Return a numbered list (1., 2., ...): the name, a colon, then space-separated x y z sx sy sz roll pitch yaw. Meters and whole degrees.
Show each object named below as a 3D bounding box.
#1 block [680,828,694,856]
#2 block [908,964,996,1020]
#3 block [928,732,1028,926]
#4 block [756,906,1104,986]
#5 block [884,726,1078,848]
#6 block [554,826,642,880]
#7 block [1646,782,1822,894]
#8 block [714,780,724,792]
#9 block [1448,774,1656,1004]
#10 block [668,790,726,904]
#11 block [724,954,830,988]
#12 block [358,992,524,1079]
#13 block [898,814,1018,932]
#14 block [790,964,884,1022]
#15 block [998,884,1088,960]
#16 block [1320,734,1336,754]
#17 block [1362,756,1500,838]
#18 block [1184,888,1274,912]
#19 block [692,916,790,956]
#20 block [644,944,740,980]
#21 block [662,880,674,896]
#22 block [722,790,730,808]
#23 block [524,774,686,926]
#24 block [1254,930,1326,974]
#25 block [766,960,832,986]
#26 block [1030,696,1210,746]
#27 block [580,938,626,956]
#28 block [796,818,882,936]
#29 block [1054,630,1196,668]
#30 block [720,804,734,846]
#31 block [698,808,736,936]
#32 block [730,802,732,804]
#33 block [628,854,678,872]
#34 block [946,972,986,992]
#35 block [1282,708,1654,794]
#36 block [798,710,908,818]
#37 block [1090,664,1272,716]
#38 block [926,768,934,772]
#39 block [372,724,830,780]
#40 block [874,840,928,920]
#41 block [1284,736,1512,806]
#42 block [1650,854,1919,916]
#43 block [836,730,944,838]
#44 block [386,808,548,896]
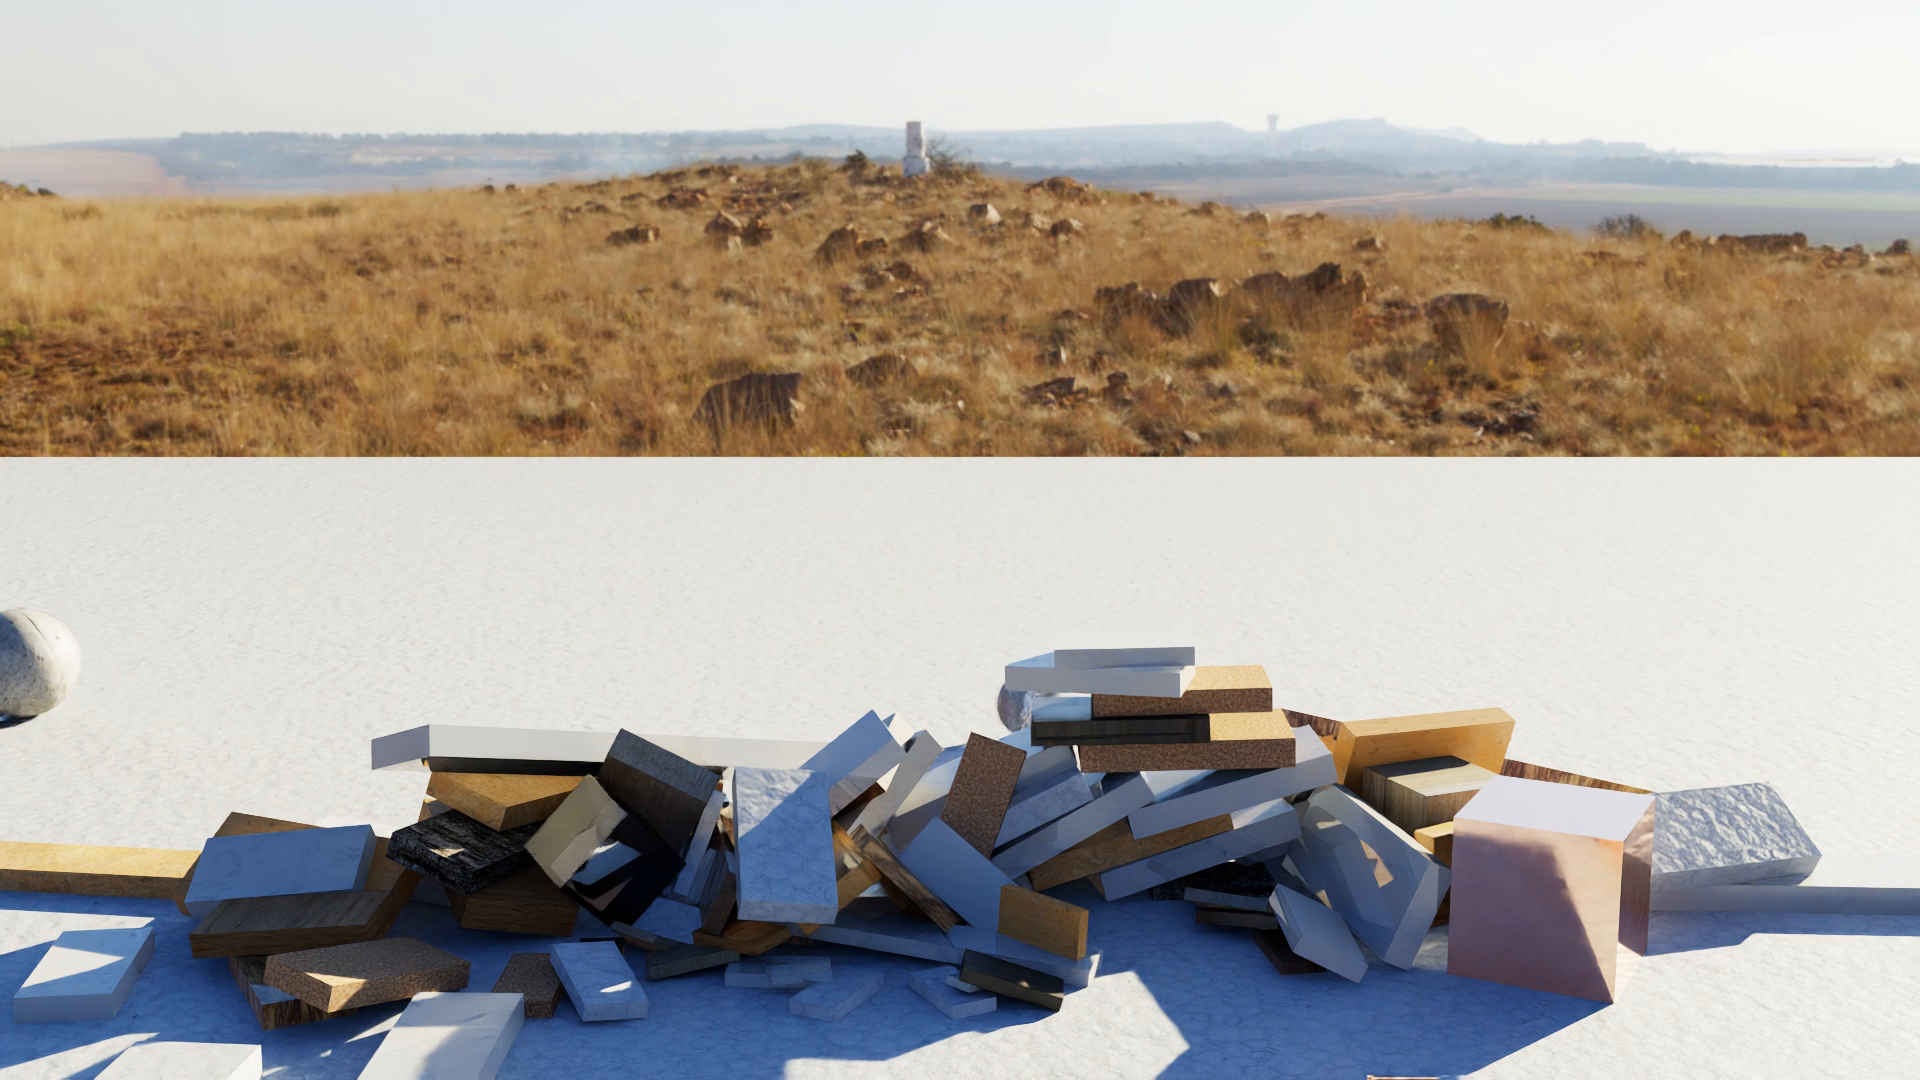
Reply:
1. block: -0.461 0.524 3.730 0.014 0.050 0.101 24 5 -11
2. block: -0.012 0.662 3.226 0.071 0.020 0.142 -6 12 -27
3. block: 0.012 0.465 3.517 0.095 0.301 0.027 19 -10 8
4. block: -0.060 0.612 3.382 0.553 0.026 0.091 7 12 16
5. block: 0.032 0.398 3.672 0.330 0.047 0.165 -25 11 4
6. block: -0.608 0.522 3.790 0.186 0.026 0.093 -29 20 -33
7. block: 1.225 0.488 3.622 0.335 0.047 0.167 -3 41 -17
8. block: -0.477 0.438 4.037 0.067 0.019 0.134 6 6 -14
9. block: 0.902 0.524 3.347 0.247 0.247 0.247 5 12 27
10. block: -0.430 0.506 3.574 0.026 0.186 0.093 22 -31 -6
11. block: -0.273 0.648 3.301 0.148 0.021 0.074 1 11 4
12. block: -0.701 0.694 2.987 0.153 0.043 0.307 0 11 1
13. block: 0.002 0.533 3.470 0.190 0.095 0.027 39 -14 11
14. block: -0.180 0.663 3.220 0.074 0.021 0.148 5 12 26
15. block: 0.126 0.580 3.343 0.151 0.076 0.021 12 14 38
16. block: 0.575 0.430 3.907 0.119 0.034 0.239 -10 -31 -20
17. block: 0.809 0.486 3.724 0.184 0.184 0.184 -5 11 -23
18. block: 0.439 0.586 3.561 0.139 0.020 0.069 5 -13 25
19. block: -0.332 0.599 3.331 0.142 0.020 0.071 0 12 43
20. block: -0.406 0.631 3.328 0.137 0.019 0.068 -11 9 -11
21. block: -0.534 0.537 3.767 0.050 0.014 0.387 -4 11 -22
22. block: -0.478 0.464 4.005 0.091 0.026 0.182 6 6 -14
23. block: -0.564 0.500 3.498 0.152 0.152 0.152 47 -9 -37
24. block: 0.507 0.633 3.386 0.069 0.020 0.139 -2 11 -9
25. block: -0.238 0.640 3.250 0.090 0.013 0.045 -3 11 -14
26. block: 0.260 0.294 3.595 0.287 0.041 0.144 -1 12 3
27. block: -0.550 0.640 3.349 0.068 0.019 0.137 -1 11 -4
28. block: -0.233 0.511 3.460 0.144 0.041 0.288 -38 21 -8
29. block: 0.266 0.177 3.577 0.225 0.032 0.112 -1 12 2
30. block: -0.324 0.451 3.507 0.095 0.027 0.190 -38 21 -4
31. block: -0.392 0.522 3.529 0.027 0.095 0.459 25 2 -11
32. block: -0.524 0.484 4.011 0.203 0.027 0.095 4 7 -30
33. block: -0.474 0.557 3.772 0.095 0.027 0.190 -10 14 -43
34. block: 0.025 0.645 3.223 0.045 0.013 0.090 14 6 39
35. block: 0.997 0.432 4.316 0.831 0.034 0.119 10 -6 44
36. block: -0.229 0.403 3.553 0.297 0.041 0.144 -39 21 -4
37. block: 0.360 0.246 3.608 0.287 0.041 0.144 -2 12 1
38. block: -0.217 0.461 4.042 0.347 0.049 0.173 -2 -11 -5
39. block: -0.550 0.369 3.746 0.910 0.049 0.173 8 -17 -44
40. block: -0.107 0.532 3.472 0.151 0.021 0.076 52 9 33
41. block: 0.779 0.409 3.938 0.429 0.032 0.113 -9 -31 -21
42. block: 1.349 0.569 3.654 0.673 0.046 0.164 1 11 3
43. block: -0.175 0.458 3.649 0.165 0.047 0.330 -24 21 50
44. block: -0.765 0.485 3.534 0.153 0.043 0.307 22 13 17
